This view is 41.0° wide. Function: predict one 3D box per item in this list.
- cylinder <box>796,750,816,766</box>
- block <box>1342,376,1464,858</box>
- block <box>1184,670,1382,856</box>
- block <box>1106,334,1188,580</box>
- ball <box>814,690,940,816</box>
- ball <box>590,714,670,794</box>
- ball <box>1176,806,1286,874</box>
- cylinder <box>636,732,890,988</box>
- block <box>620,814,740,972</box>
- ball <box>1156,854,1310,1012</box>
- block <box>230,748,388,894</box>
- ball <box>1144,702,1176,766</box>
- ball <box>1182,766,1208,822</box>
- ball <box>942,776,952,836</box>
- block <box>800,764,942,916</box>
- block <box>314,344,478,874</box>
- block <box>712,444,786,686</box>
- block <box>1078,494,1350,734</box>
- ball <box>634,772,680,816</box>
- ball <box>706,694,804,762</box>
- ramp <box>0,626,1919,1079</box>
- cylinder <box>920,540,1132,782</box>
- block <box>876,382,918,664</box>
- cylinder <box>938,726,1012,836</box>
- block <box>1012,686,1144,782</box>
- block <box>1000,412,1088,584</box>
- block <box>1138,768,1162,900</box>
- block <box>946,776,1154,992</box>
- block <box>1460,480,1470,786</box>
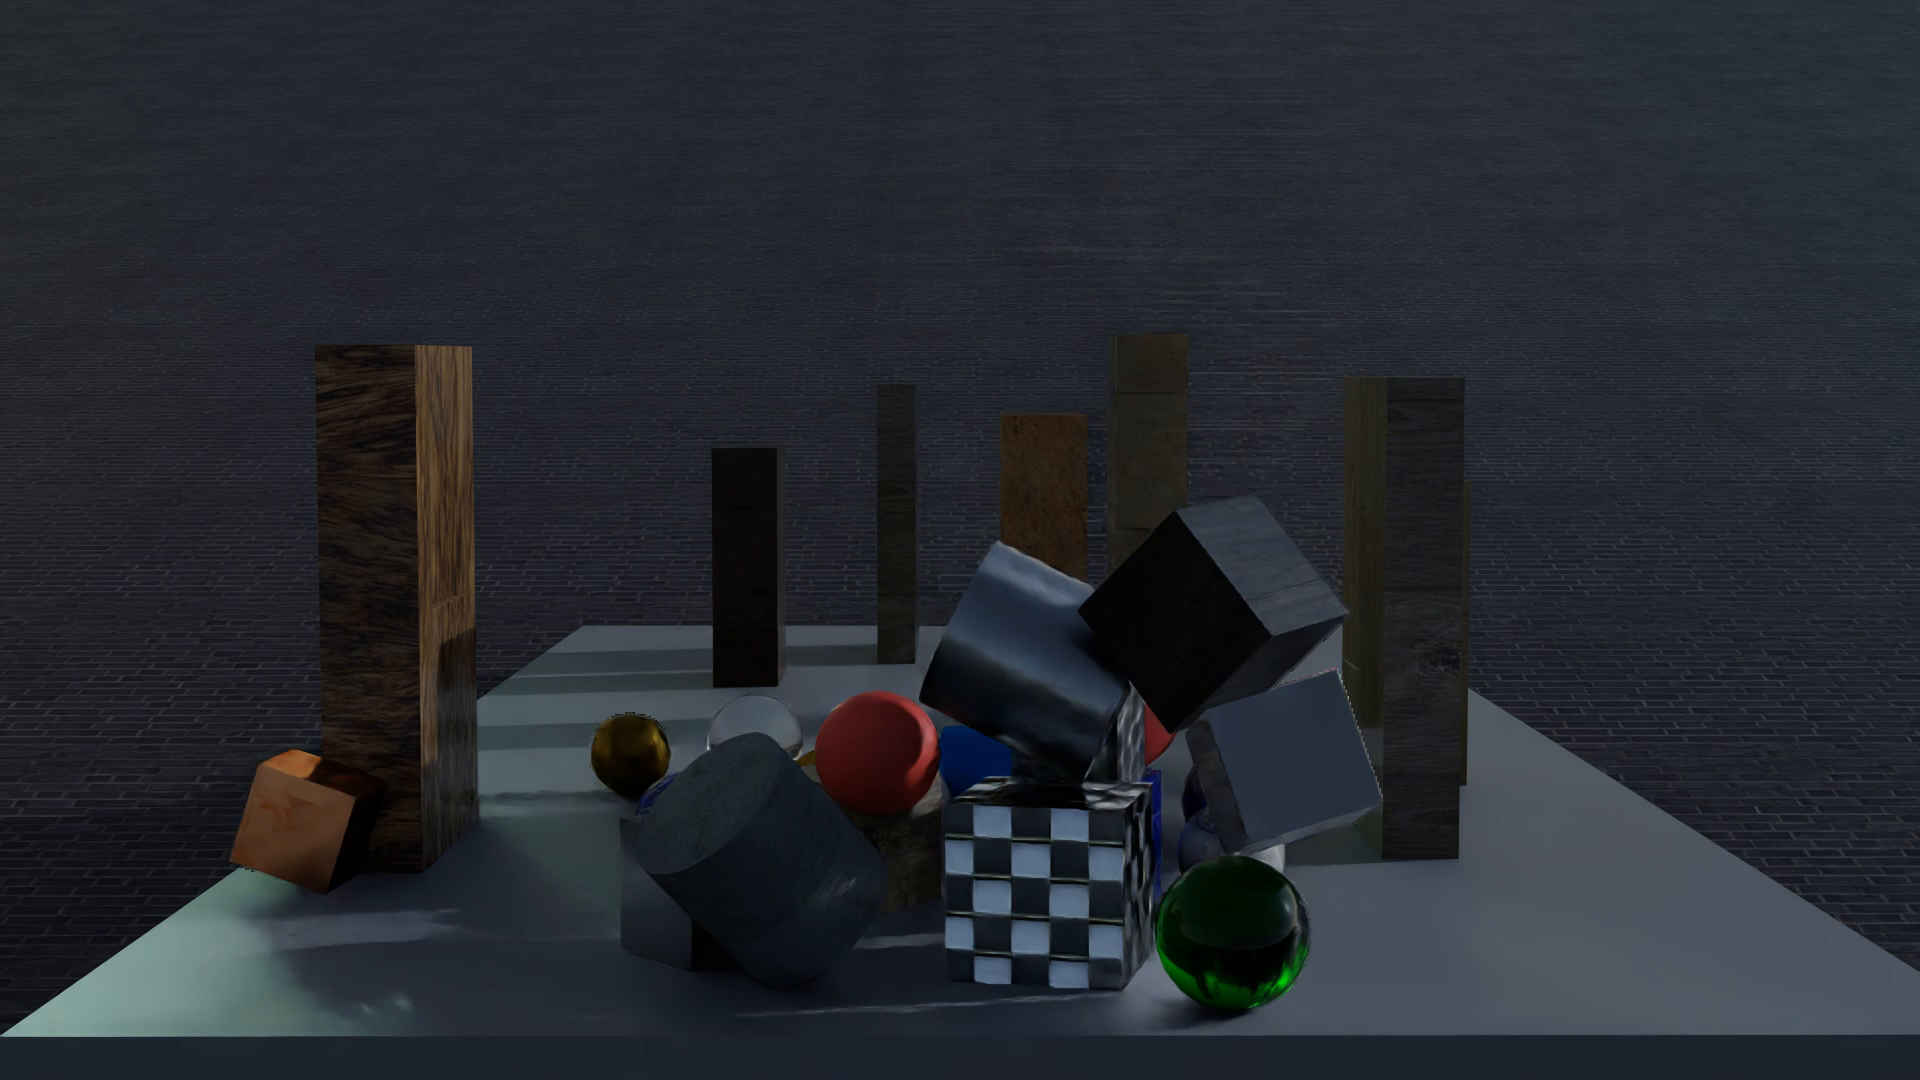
[{"bbox_3d":[-0.162,0.349,3.372,0.120,0.120,0.120,-15,57,-36],"label":"cylinder"},{"bbox_3d":[0.618,0.094,3.610,0.103,0.645,0.371,0,4,0],"label":"block"},{"bbox_3d":[0.333,0.237,2.666,0.142,0.142,0.142,-16,-13,-8],"label":"block"},{"bbox_3d":[0.351,-0.026,4.834,0.131,0.717,0.274,0,4,0],"label":"block"},{"bbox_3d":[-0.096,0.250,3.005,0.147,0.147,0.147,0,19,0],"label":"ball"},{"bbox_3d":[-0.509,0.332,3.966,0.123,0.123,0.123,0,19,0],"label":"ball"},{"bbox_3d":[0.331,0.384,3.132,0.132,0.132,0.132,0,19,0],"label":"ball"},{"bbox_3d":[-0.209,0.341,2.735,0.192,0.192,0.192,-31,28,18],"label":"cylinder"},{"bbox_3d":[-0.280,0.390,2.903,0.151,0.151,0.151,-3,5,-38],"label":"block"},{"bbox_3d":[0.280,0.404,2.640,0.159,0.159,0.159,0,19,0],"label":"ball"},{"bbox_3d":[-0.831,0.358,3.280,0.130,0.130,0.130,19,5,3],"label":"block"},{"bbox_3d":[0.200,0.215,3.371,0.185,0.185,0.185,0,19,0],"label":"ball"},{"bbox_3d":[0.373,0.354,3.477,0.144,0.144,0.144,0,19,0],"label":"ball"},{"bbox_3d":[-0.075,0.361,3.480,0.130,0.130,0.130,0,19,0],"label":"ball"},{"bbox_3d":[-0.135,0.367,3.177,0.160,0.160,0.160,3,5,35],"label":"block"},{"bbox_3d":[-0.767,0.079,3.523,0.128,0.689,0.393,0,4,0],"label":"block"},{"bbox_3d":[-0.443,0.048,5.404,0.133,0.492,0.263,0,4,0],"label":"block"},{"bbox_3d":[0.272,0.077,2.753,0.169,0.169,0.169,-11,60,-53],"label":"block"},{"bbox_3d":[-0.351,0.368,3.307,0.140,0.140,0.140,0,19,0],"label":"ball"},{"bbox_3d":[-0.319,0.316,3.994,0.151,0.151,0.151,0,19,0],"label":"ball"},{"bbox_3d":[0.045,0.404,4.539,2.000,0.100,4.000,0,4,0],"label":"ramp"},{"bbox_3d":[0.091,0.137,2.891,0.205,0.205,0.205,26,24,7],"label":"cylinder"},{"bbox_3d":[-0.141,-0.048,5.877,0.085,0.620,0.403,0,4,0],"label":"block"},{"bbox_3d":[0.055,0.341,3.591,0.155,0.155,0.155,2,19,11],"label":"cylinder"},{"bbox_3d":[0.143,0.228,3.093,0.130,0.130,0.130,1,4,19],"label":"block"},{"bbox_3d":[0.121,0.109,3.794,0.121,0.591,0.280,0,4,0],"label":"block"},{"bbox_3d":[0.150,0.369,3.145,0.159,0.159,0.159,1,4,18],"label":"block"},{"bbox_3d":[0.102,0.374,2.829,0.193,0.193,0.193,1,4,14],"label":"block"},{"bbox_3d":[0.741,0.138,4.171,0.115,0.480,0.282,0,4,0],"label":"block"}]
